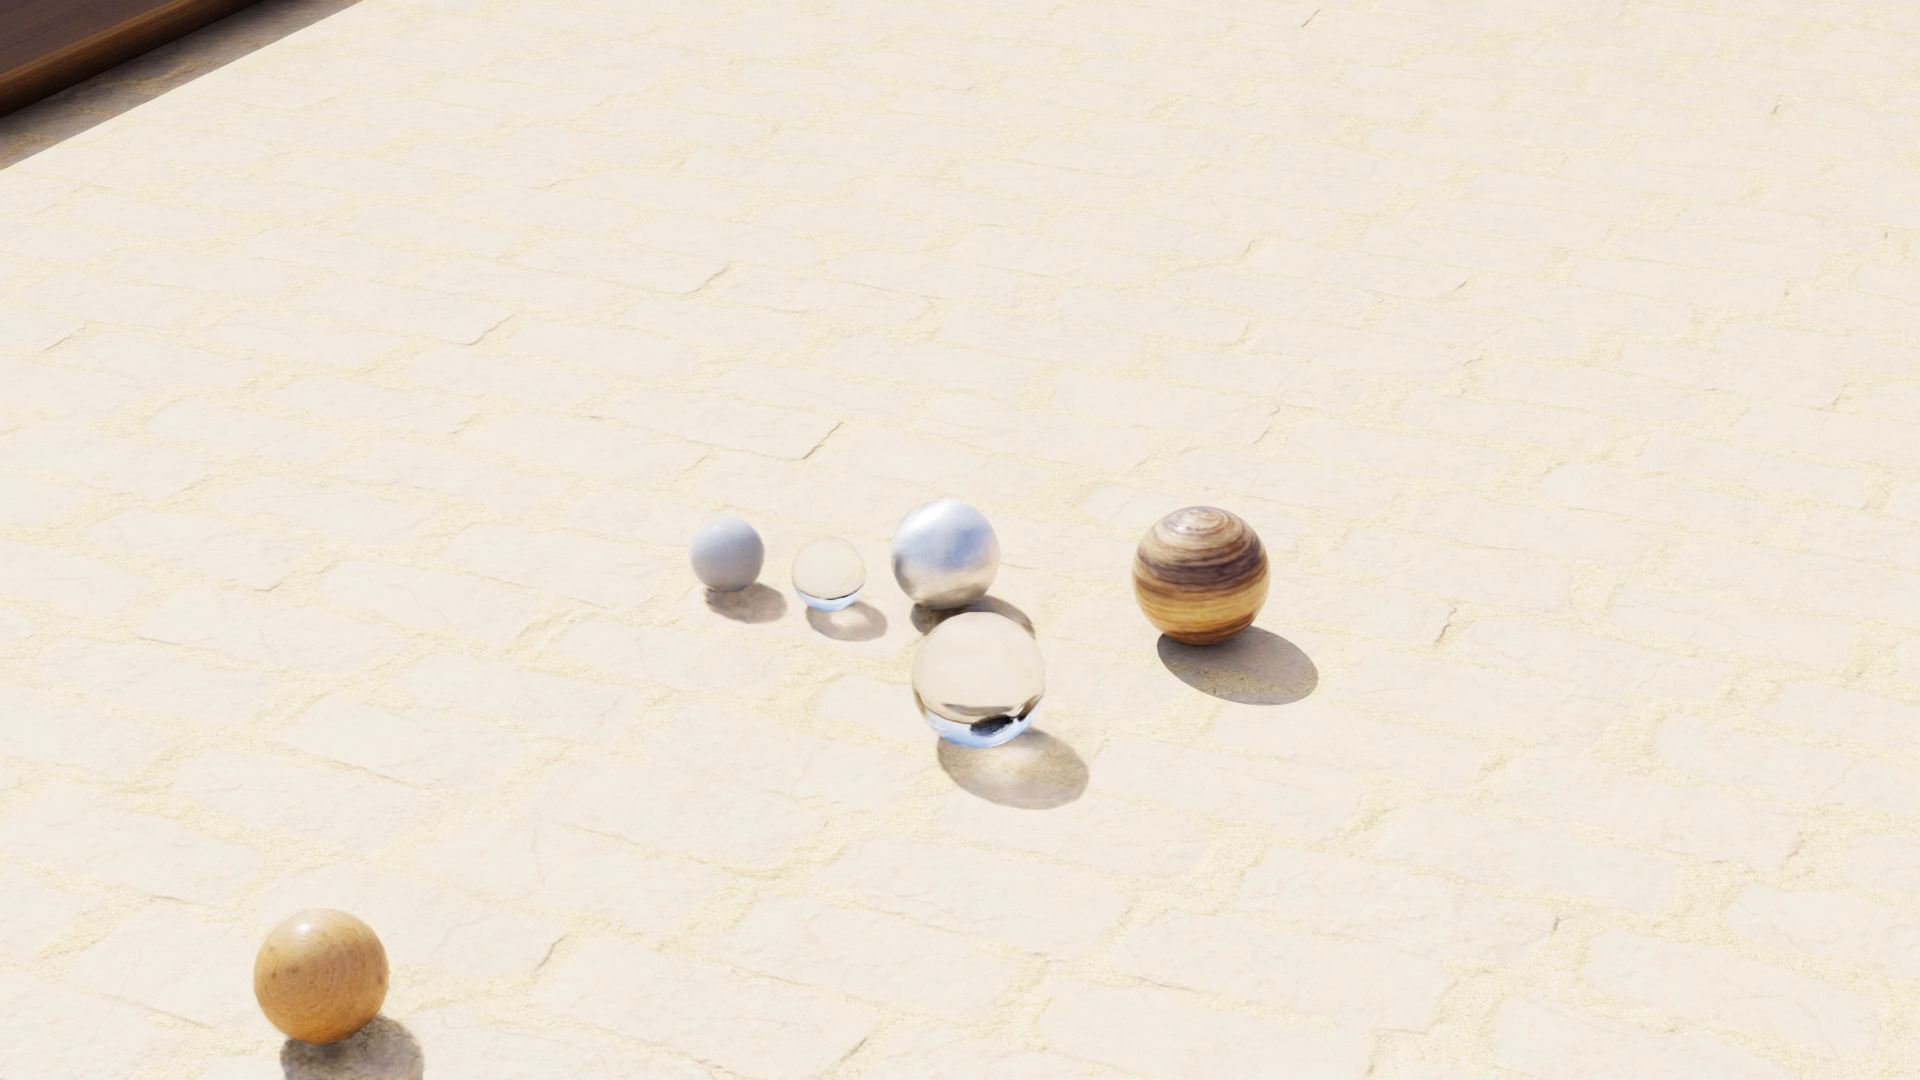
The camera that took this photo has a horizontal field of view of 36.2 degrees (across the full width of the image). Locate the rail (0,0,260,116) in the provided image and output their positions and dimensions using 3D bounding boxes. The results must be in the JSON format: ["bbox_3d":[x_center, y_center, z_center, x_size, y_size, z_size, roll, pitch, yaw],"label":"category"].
[{"bbox_3d":[-0.583,-0.607,2.849,0.045,0.103,3.665,12,30,22],"label":"rail"}]

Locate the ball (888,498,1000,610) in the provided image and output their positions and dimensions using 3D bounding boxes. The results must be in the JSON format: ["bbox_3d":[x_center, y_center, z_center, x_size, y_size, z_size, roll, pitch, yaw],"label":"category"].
[{"bbox_3d":[-0.009,0.009,1.709,0.065,0.065,0.065,0,27,0],"label":"ball"}]

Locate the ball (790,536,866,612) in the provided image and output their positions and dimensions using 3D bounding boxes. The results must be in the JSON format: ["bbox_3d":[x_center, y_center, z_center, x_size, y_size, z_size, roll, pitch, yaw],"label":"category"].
[{"bbox_3d":[-0.076,0.020,1.710,0.044,0.044,0.044,0,27,0],"label":"ball"}]

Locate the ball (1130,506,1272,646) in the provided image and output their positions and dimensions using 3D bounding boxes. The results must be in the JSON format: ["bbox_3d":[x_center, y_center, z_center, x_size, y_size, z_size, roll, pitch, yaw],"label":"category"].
[{"bbox_3d":[0.137,0.020,1.671,0.080,0.080,0.080,0,27,0],"label":"ball"}]

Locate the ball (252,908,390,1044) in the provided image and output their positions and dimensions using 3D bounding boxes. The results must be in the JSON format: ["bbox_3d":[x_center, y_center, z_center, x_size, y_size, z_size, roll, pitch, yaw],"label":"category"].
[{"bbox_3d":[-0.292,0.199,1.345,0.062,0.062,0.062,0,27,0],"label":"ball"}]

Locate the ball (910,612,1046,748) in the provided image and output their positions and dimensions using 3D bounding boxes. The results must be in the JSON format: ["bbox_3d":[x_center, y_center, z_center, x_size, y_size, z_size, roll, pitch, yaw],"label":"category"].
[{"bbox_3d":[0.010,0.075,1.573,0.073,0.073,0.073,0,27,0],"label":"ball"}]

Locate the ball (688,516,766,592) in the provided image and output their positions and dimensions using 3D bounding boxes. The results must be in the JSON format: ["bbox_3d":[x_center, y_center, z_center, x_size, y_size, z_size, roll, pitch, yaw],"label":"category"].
[{"bbox_3d":[-0.137,0.009,1.730,0.045,0.045,0.045,0,27,0],"label":"ball"}]
